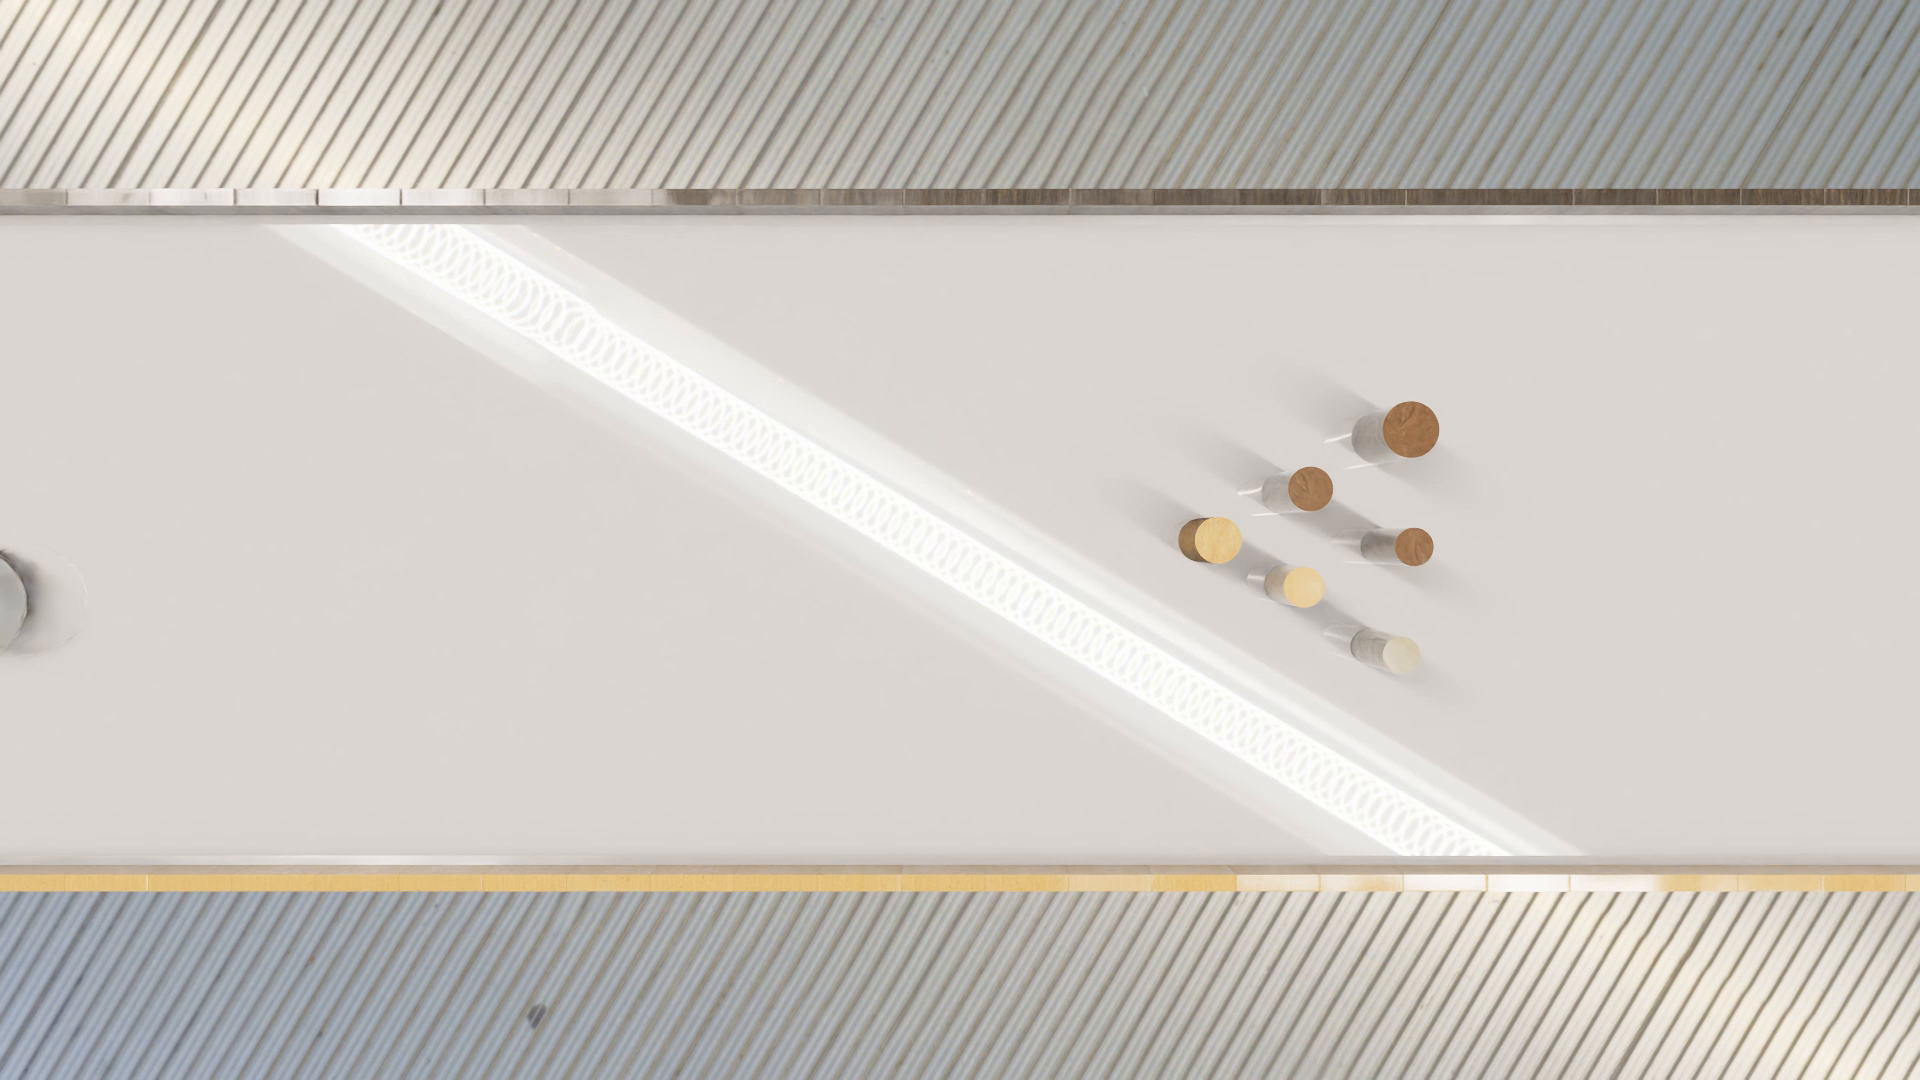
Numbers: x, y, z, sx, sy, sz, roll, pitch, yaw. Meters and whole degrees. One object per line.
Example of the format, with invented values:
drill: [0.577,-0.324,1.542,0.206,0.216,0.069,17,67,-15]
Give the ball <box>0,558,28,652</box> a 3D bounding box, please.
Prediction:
ball: [-2.974,0.195,4.901,0.351,0.351,0.351,0,90,0]

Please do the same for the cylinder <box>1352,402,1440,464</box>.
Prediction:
cylinder: [1.285,-0.315,4.888,0.162,0.378,0.162,0,90,0]

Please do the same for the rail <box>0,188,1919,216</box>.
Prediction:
rail: [-2.247,-1.025,5.002,12.000,0.150,0.050,0,90,0]

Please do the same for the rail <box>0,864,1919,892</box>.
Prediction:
rail: [-2.247,1.025,5.001,12.000,0.150,0.050,0,90,0]

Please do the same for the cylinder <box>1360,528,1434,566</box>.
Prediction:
cylinder: [1.287,0.020,4.874,0.110,0.404,0.110,0,90,0]

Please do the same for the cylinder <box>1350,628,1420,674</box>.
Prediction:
cylinder: [1.255,0.327,4.881,0.107,0.391,0.107,0,90,0]

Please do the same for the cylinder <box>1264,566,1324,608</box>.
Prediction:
cylinder: [0.995,0.136,4.922,0.118,0.309,0.118,0,90,0]

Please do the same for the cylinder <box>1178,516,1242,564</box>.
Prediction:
cylinder: [0.739,0.000,4.895,0.134,0.363,0.134,0,90,0]

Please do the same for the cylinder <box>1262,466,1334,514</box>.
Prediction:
cylinder: [0.990,-0.144,4.867,0.128,0.418,0.128,0,90,0]
